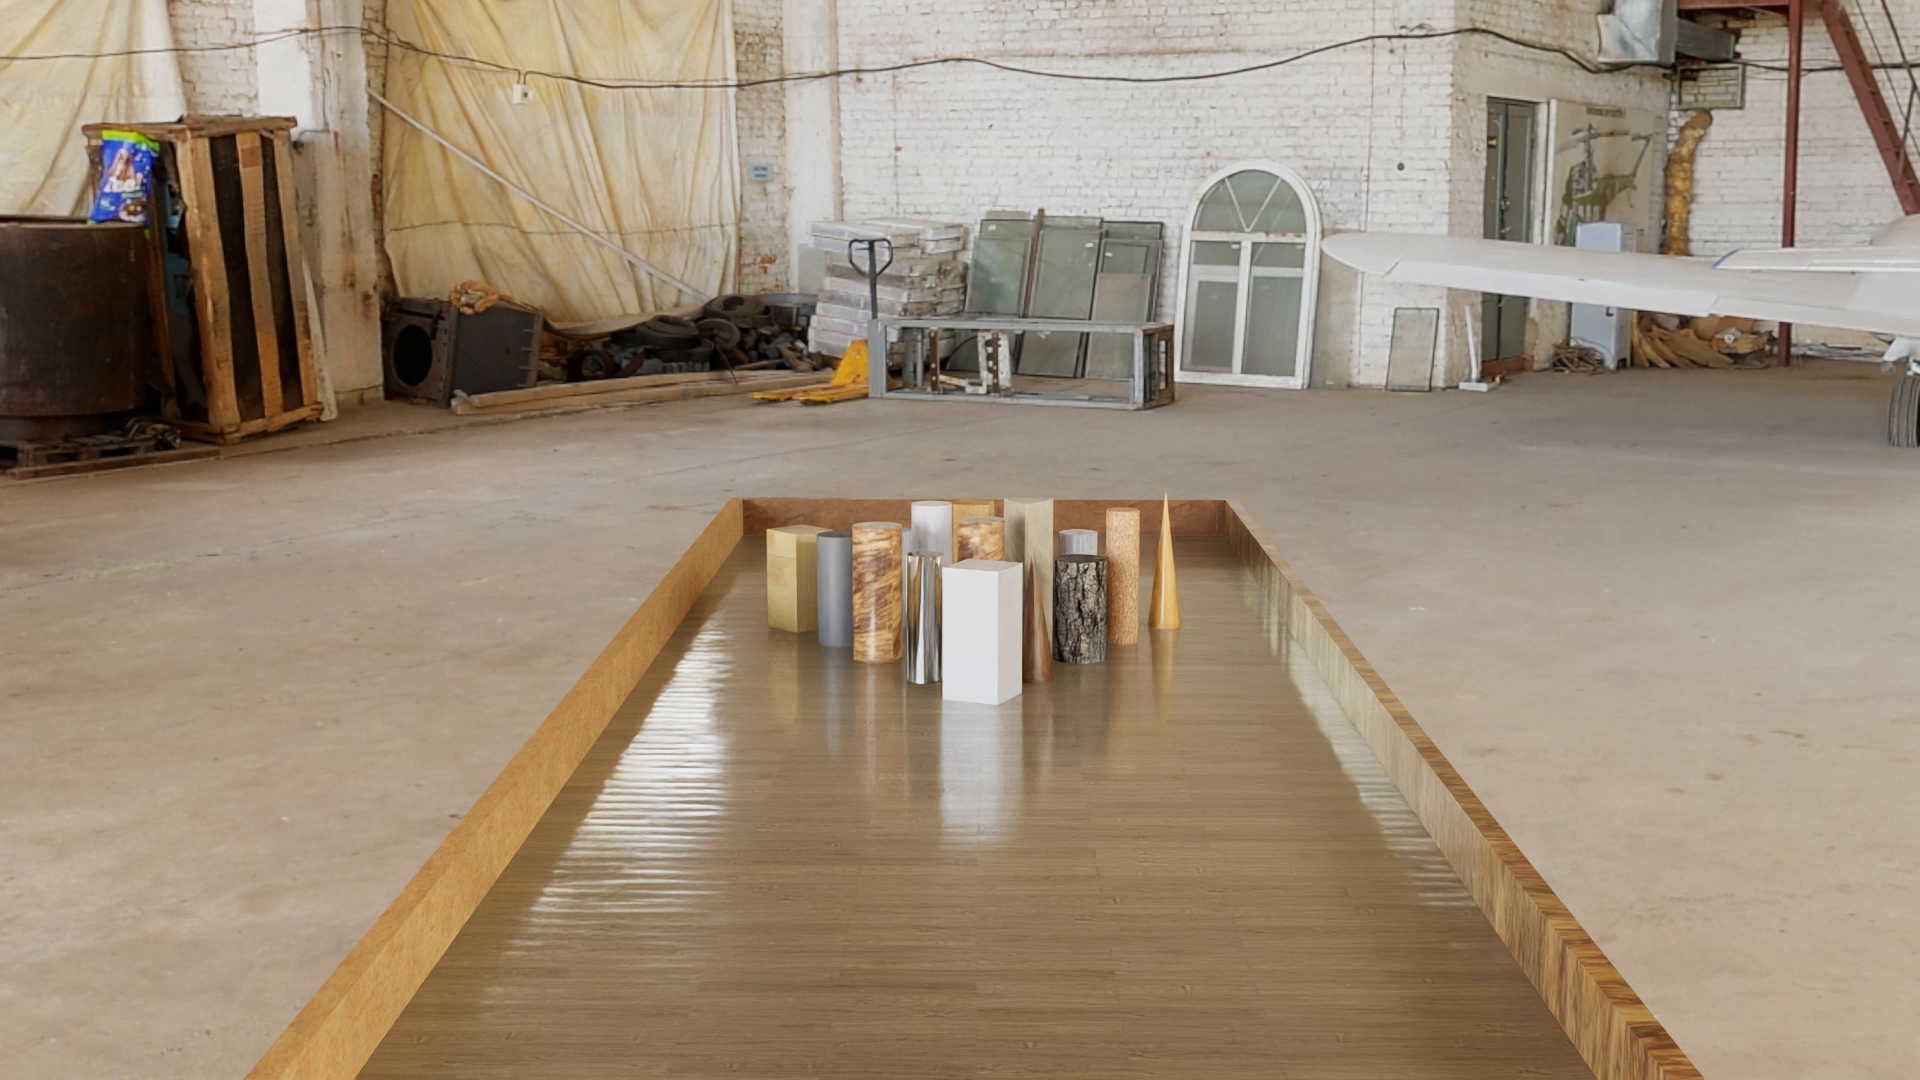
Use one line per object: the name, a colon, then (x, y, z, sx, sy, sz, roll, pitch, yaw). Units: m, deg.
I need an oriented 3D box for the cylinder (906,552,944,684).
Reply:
cylinder: (-0.101, 0.225, 6.403, 0.110, 0.372, 0.110, 0, 9, 0)

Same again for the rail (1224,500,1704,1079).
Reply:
rail: (1.046, 0.843, 3.208, 0.050, 0.150, 12.000, 0, 9, 1)

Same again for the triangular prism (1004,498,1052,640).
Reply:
triangular prism: (0.195, 0.097, 6.942, 0.133, 0.455, 0.153, 6, 11, 33)

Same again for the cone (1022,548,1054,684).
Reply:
cone: (0.213, 0.212, 6.412, 0.130, 0.395, 0.130, 0, 9, 0)

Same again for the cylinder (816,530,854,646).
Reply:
cylinder: (-0.378, 0.152, 6.946, 0.145, 0.345, 0.145, 0, 9, 0)

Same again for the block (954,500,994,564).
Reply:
block: (0.045, 0.081, 7.181, 0.116, 0.412, 0.116, 2, 9, 10)

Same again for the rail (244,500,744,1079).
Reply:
rail: (-1.004, 0.839, 3.234, 0.050, 0.150, 12.000, 0, 9, 1)

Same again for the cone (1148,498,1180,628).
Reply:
cone: (0.671, 0.060, 7.197, 0.109, 0.448, 0.109, 0, 9, 0)

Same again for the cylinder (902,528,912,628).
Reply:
cylinder: (-0.221, 0.124, 7.210, 0.130, 0.318, 0.130, 0, 9, 0)

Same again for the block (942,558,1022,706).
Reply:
block: (0.064, 0.256, 6.194, 0.169, 0.376, 0.169, 4, 10, 25)

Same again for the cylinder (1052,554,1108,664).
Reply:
cylinder: (0.365, 0.209, 6.706, 0.165, 0.309, 0.165, 0, 9, 0)

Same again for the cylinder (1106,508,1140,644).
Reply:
cylinder: (0.513, 0.113, 6.953, 0.106, 0.422, 0.106, 0, 9, 0)

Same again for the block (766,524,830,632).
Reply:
block: (-0.523, 0.124, 7.199, 0.152, 0.322, 0.152, -8, 12, -43)

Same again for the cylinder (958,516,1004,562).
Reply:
cylinder: (0.064, 0.149, 6.698, 0.144, 0.429, 0.144, 0, 9, 0)

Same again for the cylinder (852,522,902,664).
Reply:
cylinder: (-0.251, 0.158, 6.701, 0.152, 0.410, 0.152, 0, 9, 0)

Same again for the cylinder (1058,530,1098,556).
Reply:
cylinder: (0.384, 0.130, 7.183, 0.126, 0.315, 0.126, 0, 9, 0)

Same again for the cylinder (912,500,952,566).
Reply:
cylinder: (-0.089, 0.103, 6.949, 0.129, 0.441, 0.129, 0, 9, 0)

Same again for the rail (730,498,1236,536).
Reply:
rail: (0.099, -0.098, 9.147, 2.100, 0.150, 0.050, 0, 9, 1)
